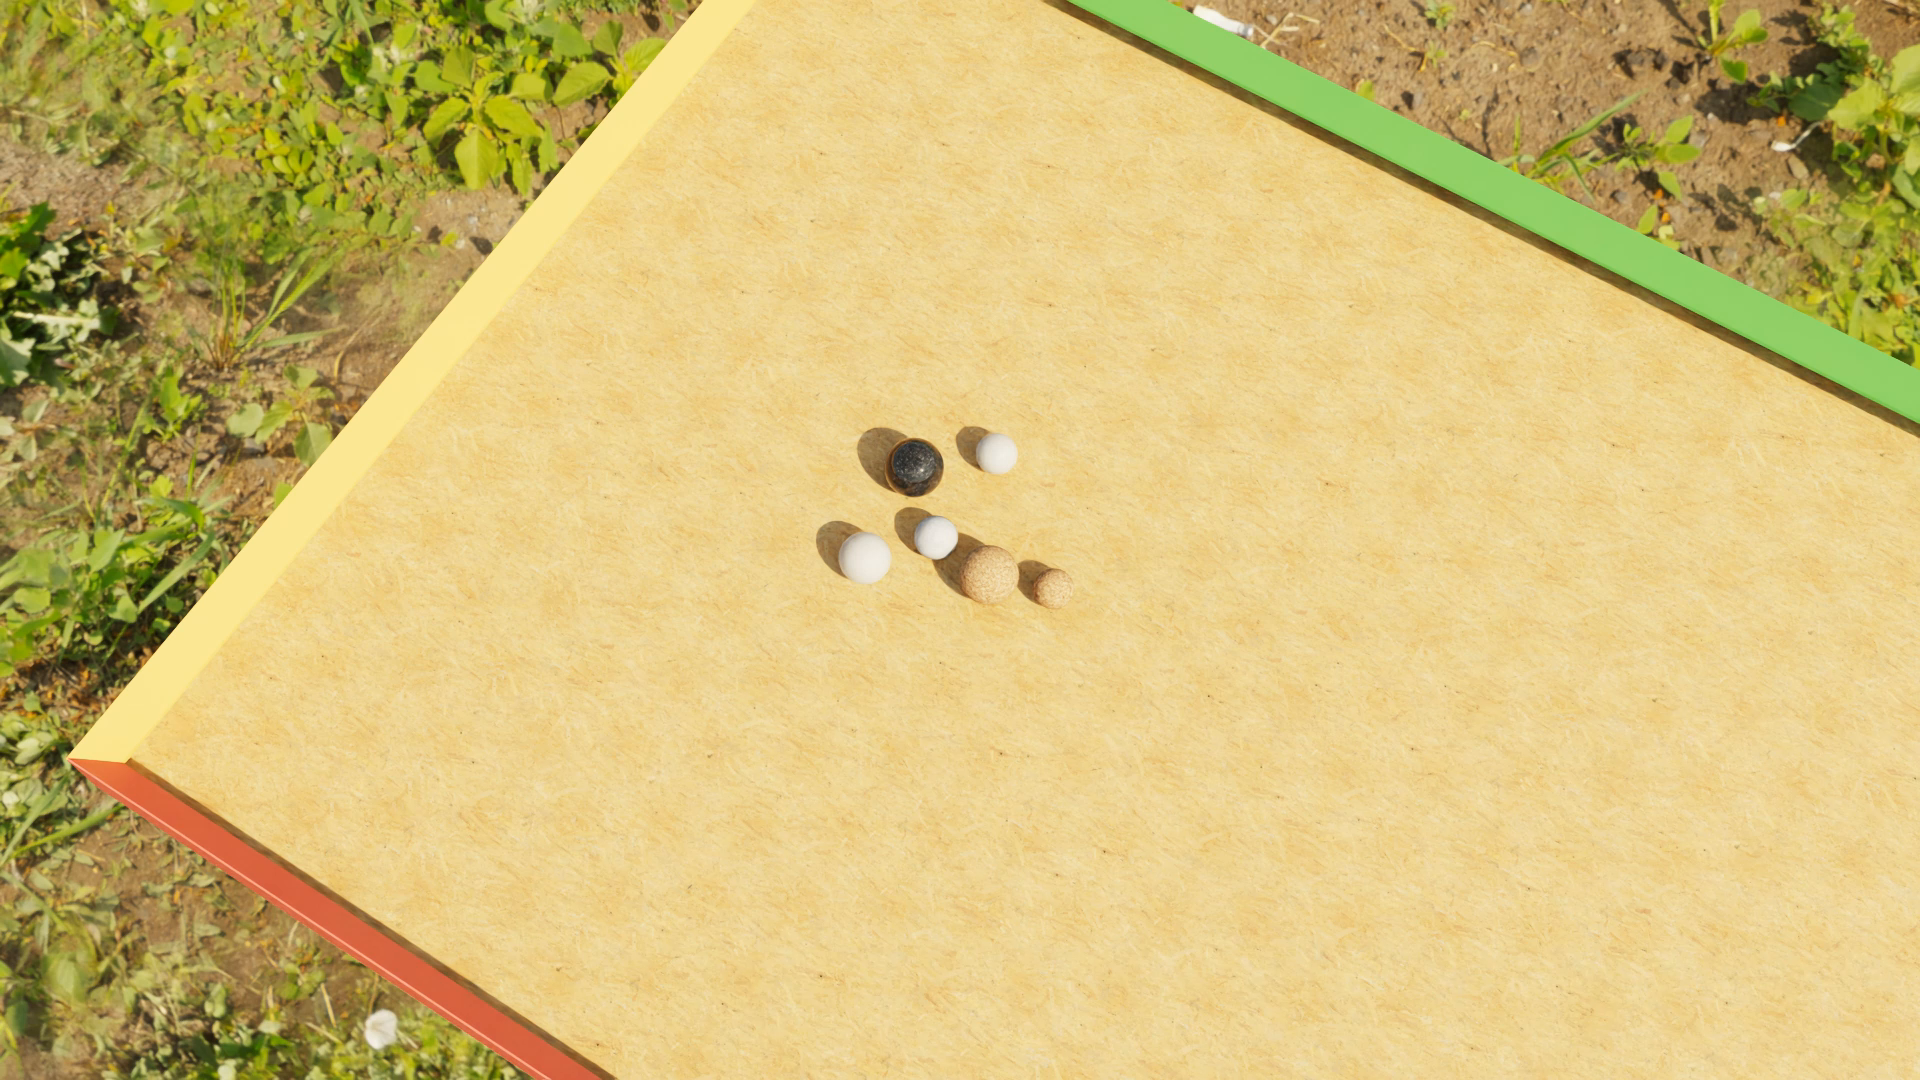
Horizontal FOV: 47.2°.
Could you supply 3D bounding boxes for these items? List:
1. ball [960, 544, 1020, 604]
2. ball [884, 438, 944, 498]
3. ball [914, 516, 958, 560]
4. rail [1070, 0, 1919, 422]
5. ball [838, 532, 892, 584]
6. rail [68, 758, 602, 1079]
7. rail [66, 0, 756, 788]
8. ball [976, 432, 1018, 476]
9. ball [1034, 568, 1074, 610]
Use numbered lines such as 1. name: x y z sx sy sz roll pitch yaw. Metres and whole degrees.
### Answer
1. ball: 0.047 0.056 3.527 0.096 0.096 0.096 0 65 0
2. ball: -0.075 -0.119 3.607 0.100 0.100 0.100 0 65 0
3. ball: -0.039 -0.004 3.568 0.072 0.072 0.072 0 65 0
4. rail: 1.335 -0.359 3.701 3.709 0.129 0.045 30 68 13
5. ball: -0.153 0.029 3.545 0.086 0.086 0.086 0 65 0
6. rail: 0.237 1.230 2.961 3.709 0.129 0.045 30 68 13
7. rail: -0.766 -0.445 3.741 0.045 0.129 2.115 30 68 13
8. ball: 0.061 -0.142 3.634 0.070 0.070 0.070 0 65 0
9. ball: 0.151 0.079 3.533 0.066 0.066 0.066 0 65 0
